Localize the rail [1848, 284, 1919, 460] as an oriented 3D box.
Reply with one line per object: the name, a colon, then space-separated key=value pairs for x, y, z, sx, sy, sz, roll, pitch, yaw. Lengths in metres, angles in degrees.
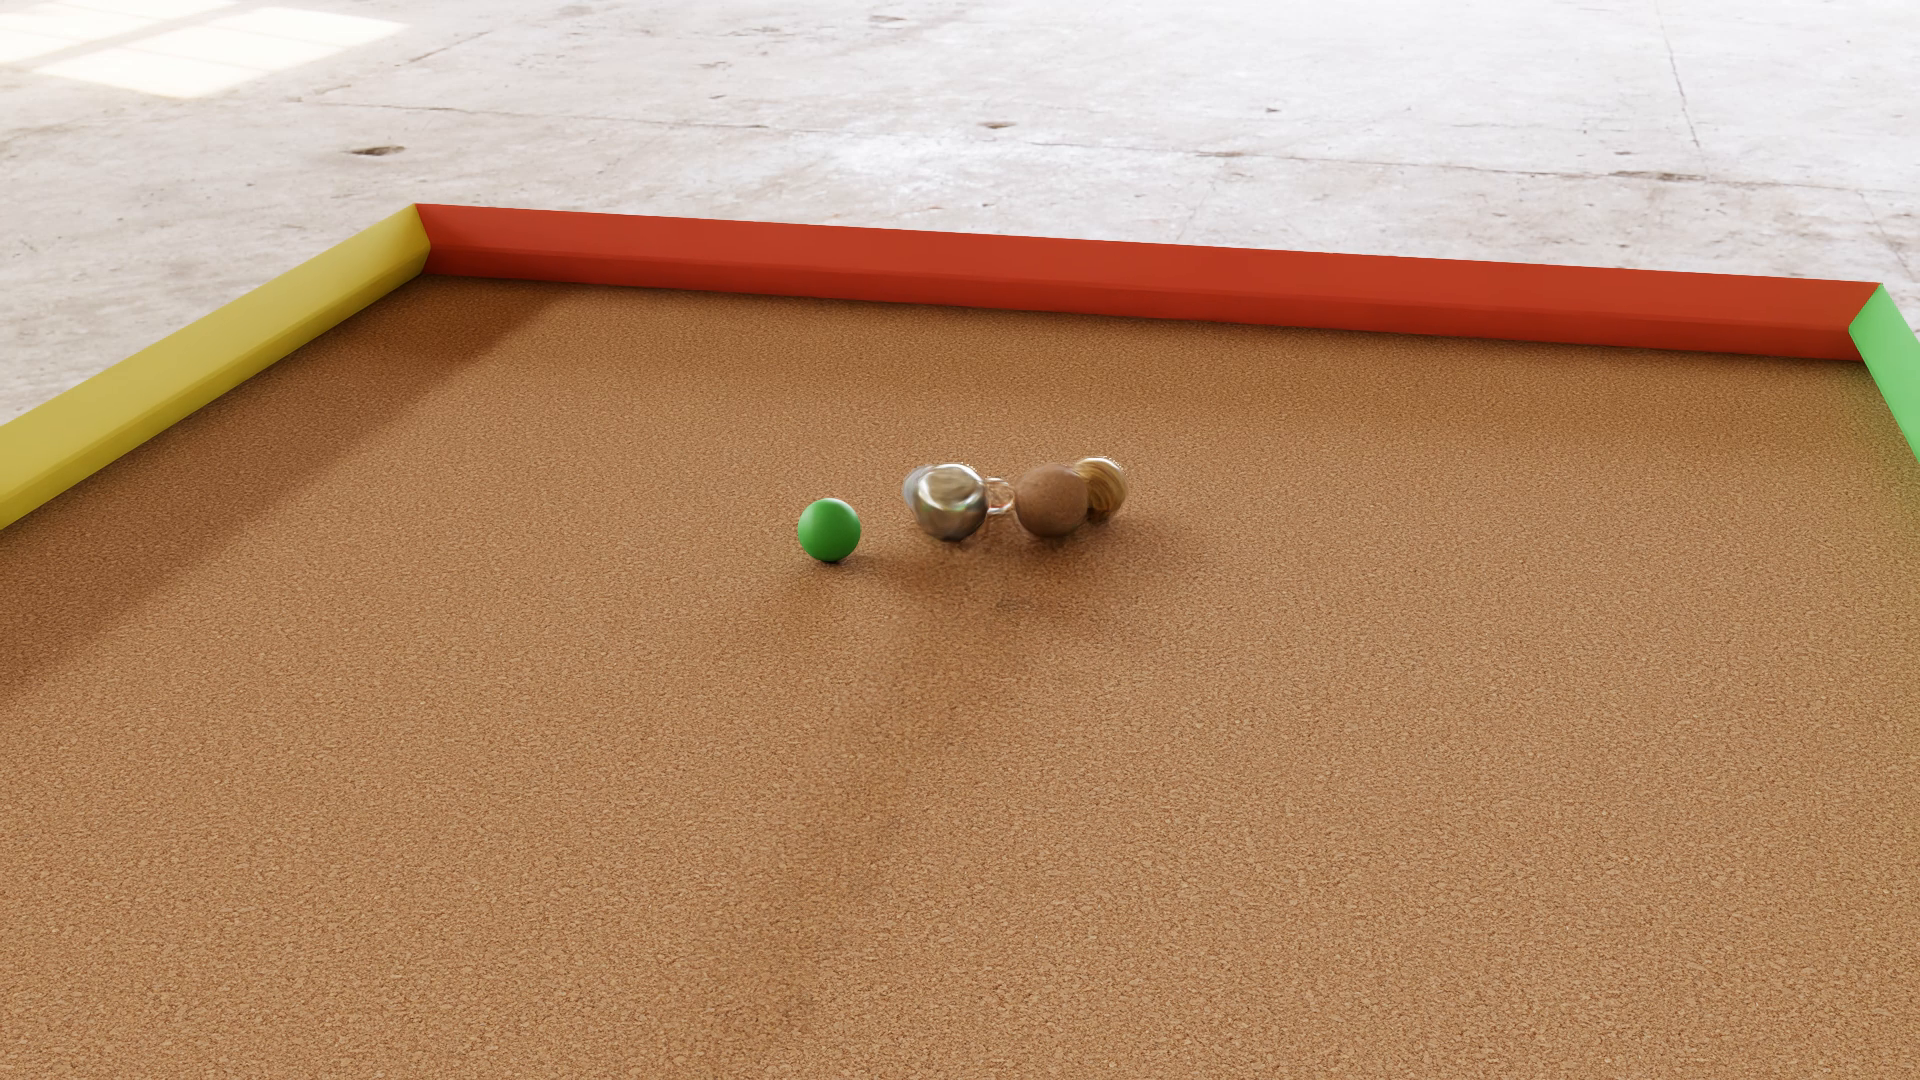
rail: x=0.895 y=0.461 z=1.365 sx=0.045 sy=0.120 sz=4.218 roll=5 pitch=23 yaw=11

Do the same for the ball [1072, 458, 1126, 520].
ball: x=0.166 y=-0.063 z=2.694 sx=0.076 sy=0.076 sz=0.076 roll=0 pitch=22 yaw=0

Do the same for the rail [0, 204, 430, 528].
rail: x=-1.338 y=0.278 z=1.809 sx=0.045 sy=0.120 sz=4.218 roll=5 pitch=23 yaw=11

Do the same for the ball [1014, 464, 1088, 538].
ball: x=0.110 y=-0.046 z=2.636 sx=0.089 sy=0.089 sz=0.089 roll=0 pitch=22 yaw=0

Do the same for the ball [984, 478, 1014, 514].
ball: x=0.043 y=-0.054 z=2.711 sx=0.045 sy=0.045 sz=0.045 roll=0 pitch=22 yaw=0

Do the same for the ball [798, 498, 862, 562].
ball: x=-0.153 y=-0.012 z=2.572 sx=0.074 sy=0.074 sz=0.074 roll=0 pitch=22 yaw=0

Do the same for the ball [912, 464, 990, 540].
ball: x=-0.011 y=-0.045 z=2.630 sx=0.092 sy=0.092 sz=0.092 roll=0 pitch=22 yaw=0

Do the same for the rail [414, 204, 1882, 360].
rail: x=0.217 y=-0.409 z=3.472 sx=2.332 sy=0.120 sz=0.045 roll=5 pitch=23 yaw=11

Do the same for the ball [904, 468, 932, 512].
ball: x=-0.039 y=-0.059 z=2.702 sx=0.062 sy=0.062 sz=0.062 roll=0 pitch=22 yaw=0
